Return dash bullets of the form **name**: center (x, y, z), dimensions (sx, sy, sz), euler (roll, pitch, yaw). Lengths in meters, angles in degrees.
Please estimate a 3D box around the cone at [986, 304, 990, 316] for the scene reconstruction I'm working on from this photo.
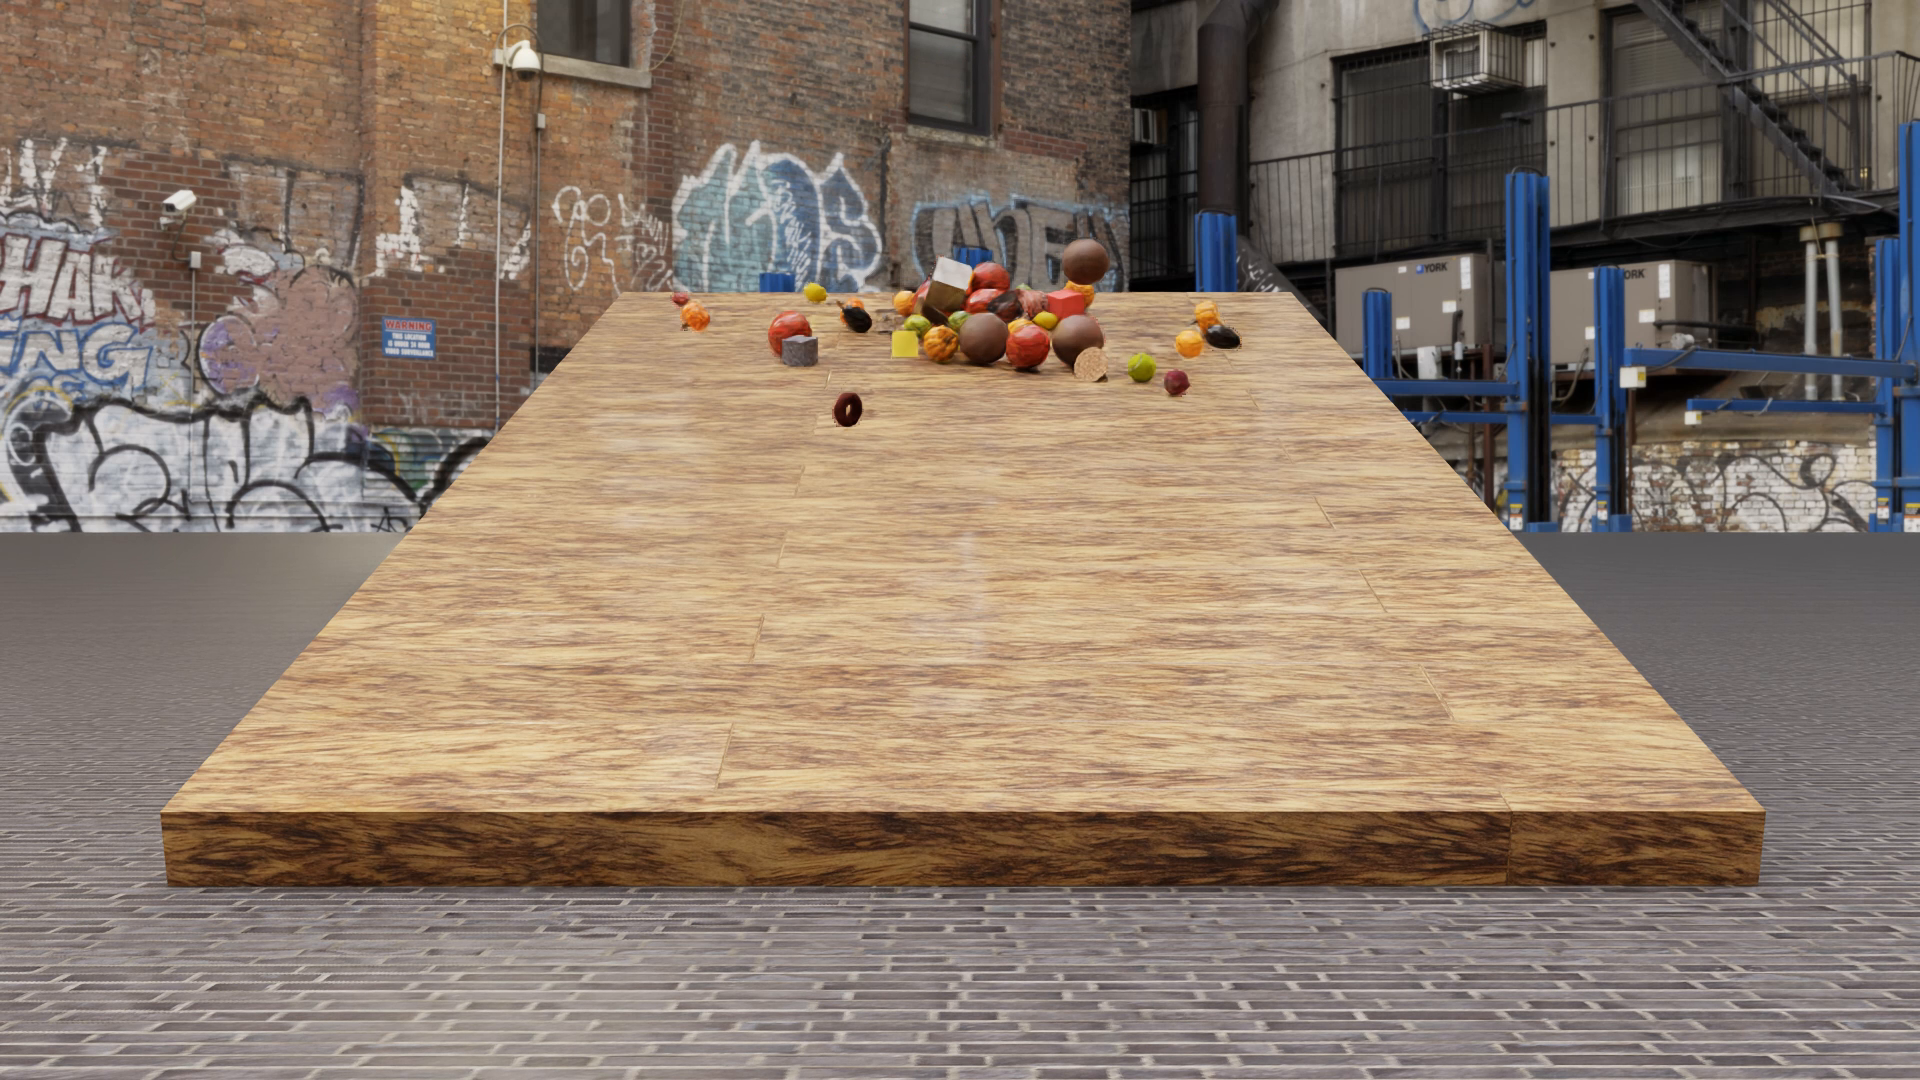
- **cone**: center (0.111, -0.647, 6.058), dimensions (0.061, 0.061, 0.061), euler (0, 45, 42)

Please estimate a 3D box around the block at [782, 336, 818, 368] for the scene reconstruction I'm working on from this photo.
- **block**: center (-0.399, -0.472, 5.503), dimensions (0.064, 0.064, 0.064), euler (9, 20, 30)

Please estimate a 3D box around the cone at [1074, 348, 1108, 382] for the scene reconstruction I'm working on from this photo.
- **cone**: center (0.336, -0.413, 5.347), dimensions (0.088, 0.088, 0.088), euler (0, -13, 28)

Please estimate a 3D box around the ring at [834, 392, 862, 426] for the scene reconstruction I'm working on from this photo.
- **ring**: center (-0.244, -0.285, 4.814), dimensions (0.026, 0.077, 0.077), euler (14, 10, 39)

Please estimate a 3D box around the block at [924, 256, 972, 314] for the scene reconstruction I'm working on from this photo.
- **block**: center (-0.030, -0.665, 5.752), dimensions (0.092, 0.092, 0.092), euler (18, -40, -4)

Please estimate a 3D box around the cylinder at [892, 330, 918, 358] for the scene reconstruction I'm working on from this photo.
- **cylinder**: center (-0.135, -0.480, 5.383), dimensions (0.062, 0.062, 0.062), euler (-3, 6, 0)

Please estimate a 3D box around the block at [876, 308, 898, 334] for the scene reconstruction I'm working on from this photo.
- **block**: center (-0.199, -0.589, 5.938), dimensions (0.058, 0.058, 0.058), euler (-1, 16, -3)

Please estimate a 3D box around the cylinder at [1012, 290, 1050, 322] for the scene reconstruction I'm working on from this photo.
- **cylinder**: center (0.185, -0.646, 6.067), dimensions (0.086, 0.086, 0.086), euler (0, 2, 44)

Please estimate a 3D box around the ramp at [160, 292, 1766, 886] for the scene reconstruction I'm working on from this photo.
- **ramp**: center (-0.002, -0.154, 4.681), dimensions (2.000, 0.100, 4.000), euler (0, 16, 0)

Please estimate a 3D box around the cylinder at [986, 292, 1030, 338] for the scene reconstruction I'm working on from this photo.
- **cylinder**: center (0.129, -0.596, 5.844), dimensions (0.088, 0.088, 0.088), euler (-23, 32, 15)

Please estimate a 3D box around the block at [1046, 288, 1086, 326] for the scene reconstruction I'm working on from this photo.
- **block**: center (0.291, -0.643, 6.077), dimensions (0.075, 0.075, 0.075), euler (-17, 24, -27)
